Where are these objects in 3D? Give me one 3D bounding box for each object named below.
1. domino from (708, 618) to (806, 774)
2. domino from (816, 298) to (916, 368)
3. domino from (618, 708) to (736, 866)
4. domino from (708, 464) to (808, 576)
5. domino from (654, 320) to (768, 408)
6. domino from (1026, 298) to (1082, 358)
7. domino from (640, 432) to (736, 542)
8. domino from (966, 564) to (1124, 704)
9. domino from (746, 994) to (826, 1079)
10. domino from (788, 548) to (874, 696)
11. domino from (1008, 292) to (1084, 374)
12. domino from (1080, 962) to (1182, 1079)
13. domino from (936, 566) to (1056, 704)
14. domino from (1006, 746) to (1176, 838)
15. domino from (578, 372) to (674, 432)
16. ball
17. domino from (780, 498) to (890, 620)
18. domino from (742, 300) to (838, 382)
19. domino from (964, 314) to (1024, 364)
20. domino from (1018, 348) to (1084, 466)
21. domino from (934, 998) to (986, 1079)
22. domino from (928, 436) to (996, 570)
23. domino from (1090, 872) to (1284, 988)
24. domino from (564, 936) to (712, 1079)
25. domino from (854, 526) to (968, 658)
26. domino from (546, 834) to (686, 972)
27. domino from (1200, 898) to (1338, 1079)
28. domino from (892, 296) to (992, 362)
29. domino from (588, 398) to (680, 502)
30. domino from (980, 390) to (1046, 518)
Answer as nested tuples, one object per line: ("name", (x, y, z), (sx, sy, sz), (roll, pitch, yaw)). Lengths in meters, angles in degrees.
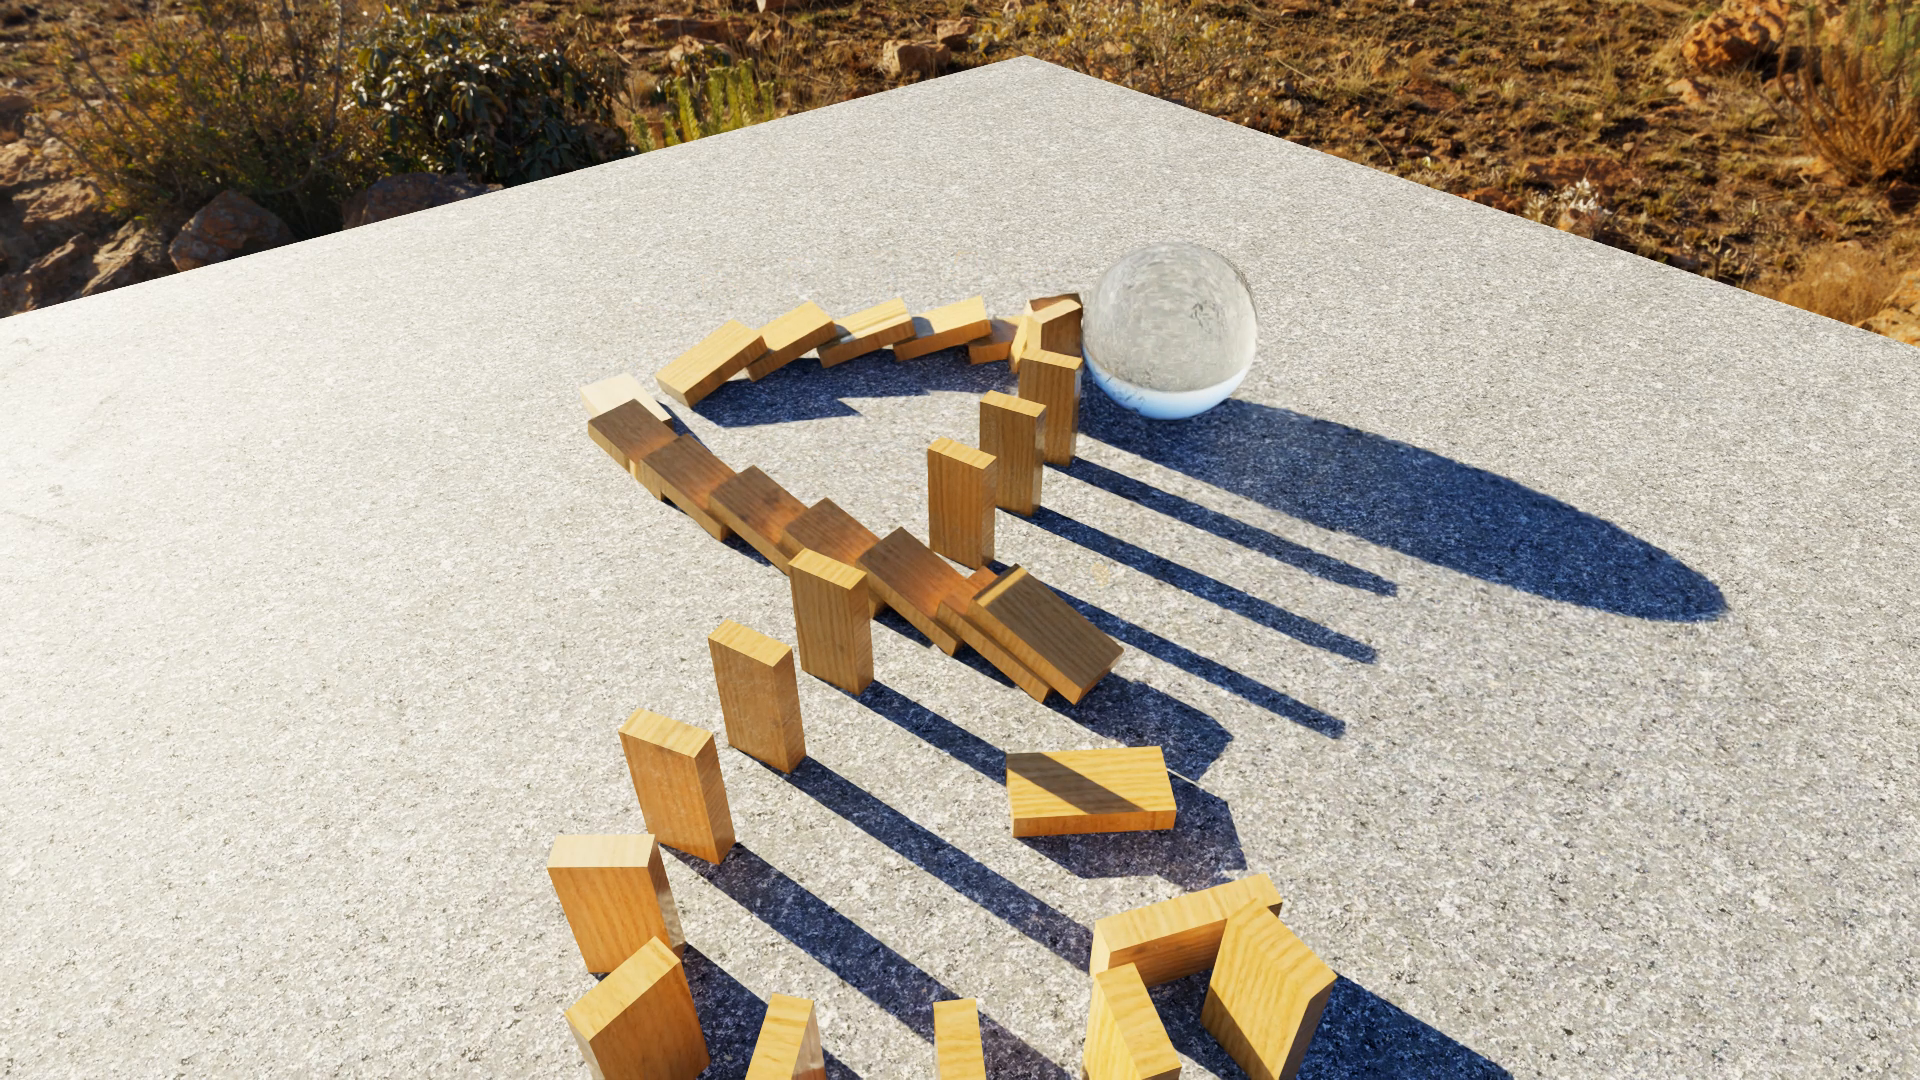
("domino", (-0.064, 0.050, 0.350), (0.025, 0.050, 0.009), (20, 43, 23))
("domino", (-0.050, -0.106, 0.564), (0.050, 0.009, 0.025), (-20, 41, -2))
("domino", (-0.082, 0.073, 0.323), (0.025, 0.050, 0.009), (15, 42, 17))
("domino", (-0.075, -0.008, 0.444), (0.050, 0.009, 0.025), (37, 51, 19))
("domino", (-0.122, -0.087, 0.540), (0.025, 0.010, 0.050), (31, 63, 34))
("domino", (0.044, -0.085, 0.514), (0.025, 0.050, 0.009), (-27, 47, -27))
("domino", (-0.108, -0.023, 0.462), (0.050, 0.010, 0.025), (38, 51, 19))
("domino", (0.030, 0.032, 0.384), (0.050, 0.009, 0.025), (39, 51, 19))
("domino", (-0.040, 0.130, 0.253), (0.009, 0.050, 0.025), (6, 40, 8))
("domino", (-0.044, 0.029, 0.377), (0.025, 0.050, 0.009), (21, 44, 23))
("domino", (0.041, -0.100, 0.535), (0.025, 0.050, 0.009), (-12, 70, -14))
("domino", (0.039, 0.125, 0.259), (0.009, 0.050, 0.025), (-11, 41, -13))
("domino", (0.018, 0.033, 0.393), (0.050, 0.010, 0.025), (38, 51, 19))
("domino", (0.040, 0.079, 0.347), (0.050, 0.009, 0.025), (-2, 39, -3))
("domino", (-0.157, -0.061, 0.517), (0.025, 0.010, 0.050), (-25, 45, -27))
("ball", (0.096, -0.095, 0.504), (0.080, 0.080, 0.080), (0, 39, 0))
("domino", (-0.043, 0.006, 0.426), (0.050, 0.010, 0.025), (37, 51, 19))
("domino", (-0.090, -0.101, 0.557), (0.050, 0.010, 0.025), (-32, 48, -14))
("domino", (0.028, -0.105, 0.567), (0.050, 0.010, 0.025), (-11, 40, -3))
("domino", (0.039, -0.058, 0.482), (0.025, 0.050, 0.010), (15, 42, 18))
("domino", (0.000, 0.130, 0.252), (0.009, 0.050, 0.025), (-4, 40, -5))
("domino", (0.001, -0.013, 0.428), (0.025, 0.050, 0.010), (23, 45, 25))
("domino", (0.061, 0.108, 0.299), (0.050, 0.025, 0.010), (-11, 41, -13))
("domino", (-0.076, 0.120, 0.265), (0.010, 0.050, 0.025), (29, 47, 30))
("domino", (-0.013, 0.019, 0.411), (0.050, 0.009, 0.025), (38, 51, 18))
("domino", (-0.090, 0.097, 0.292), (0.025, 0.050, 0.010), (0, 39, 0))
("domino", (0.075, 0.114, 0.272), (0.009, 0.050, 0.025), (-24, 45, -27))
("domino", (-0.010, -0.109, 0.566), (0.050, 0.010, 0.025), (-16, 40, 5))
("domino", (-0.137, -0.040, 0.483), (0.050, 0.009, 0.025), (39, 52, 20))
("domino", (0.021, -0.035, 0.454), (0.025, 0.050, 0.010), (19, 43, 21))
